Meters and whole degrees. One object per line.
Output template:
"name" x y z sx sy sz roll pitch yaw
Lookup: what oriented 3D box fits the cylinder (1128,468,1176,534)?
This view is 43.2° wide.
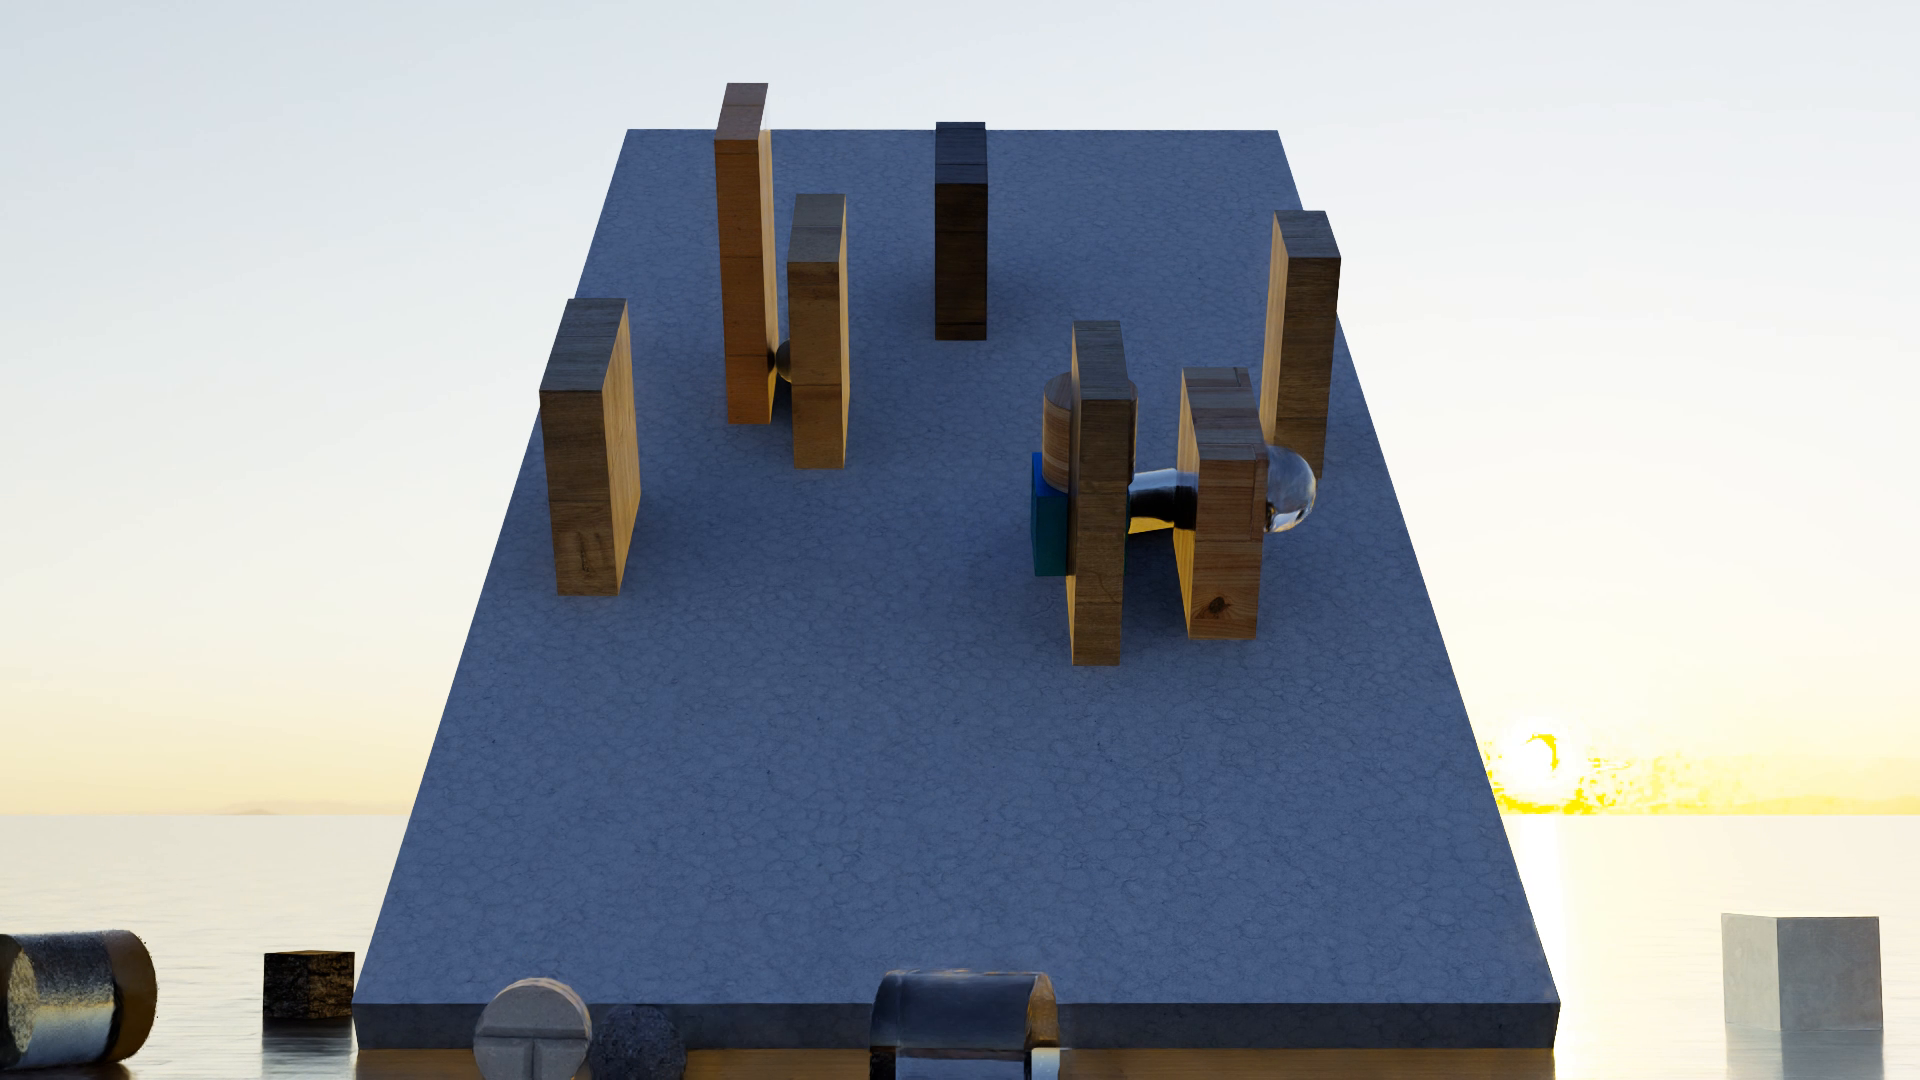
"cylinder" 0.414 -0.085 5.322 0.129 0.129 0.129 -11 -4 -13

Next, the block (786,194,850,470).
"block" -0.324 -0.486 5.614 0.114 0.518 0.390 0 30 0

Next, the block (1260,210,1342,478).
"block" 0.771 -0.444 5.520 0.116 0.550 0.265 0 30 0

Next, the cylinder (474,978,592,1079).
"cylinder" -0.606 0.705 3.443 0.156 0.156 0.156 1 -6 -6

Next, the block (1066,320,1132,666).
"block" 0.274 -0.094 4.871 0.094 0.601 0.346 0 30 0

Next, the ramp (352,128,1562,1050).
"ramp" -0.014 -0.206 5.750 2.000 0.100 4.000 0 30 0

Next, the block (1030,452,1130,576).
"block" 0.256 -0.057 5.207 0.195 0.195 0.195 -1 30 -1

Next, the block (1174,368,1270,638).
"block" 0.537 -0.081 5.030 0.136 0.418 0.407 0 30 0

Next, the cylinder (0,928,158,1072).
"cylinder" -1.407 0.716 3.782 0.210 0.210 0.210 -5 -8 36

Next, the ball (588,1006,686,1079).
"ball" -0.439 0.701 3.295 0.132 0.132 0.132 0 -6 0

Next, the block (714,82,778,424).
"block" -0.502 -0.679 5.747 0.098 0.715 0.371 0 30 0

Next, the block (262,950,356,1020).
"block" -1.267 0.864 4.715 0.121 0.121 0.121 -4 -7 29

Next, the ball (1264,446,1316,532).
"ball" 0.684 -0.112 5.308 0.191 0.191 0.191 0 -6 0

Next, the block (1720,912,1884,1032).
"block" 1.561 0.798 4.499 0.205 0.205 0.205 1 -6 -11

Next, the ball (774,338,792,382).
"ball" -0.395 -0.441 5.933 0.117 0.117 0.117 0 -6 0

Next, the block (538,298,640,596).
"block" -0.783 -0.203 5.164 0.127 0.484 0.439 0 30 0

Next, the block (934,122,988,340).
"block" 0.002 -0.799 6.239 0.131 0.427 0.424 0 30 0

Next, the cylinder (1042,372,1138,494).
"cylinder" 0.273 -0.226 5.108 0.197 0.197 0.197 0 30 0

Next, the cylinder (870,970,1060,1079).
"cylinder" 0.008 0.641 3.048 0.196 0.196 0.196 -2 -7 15
